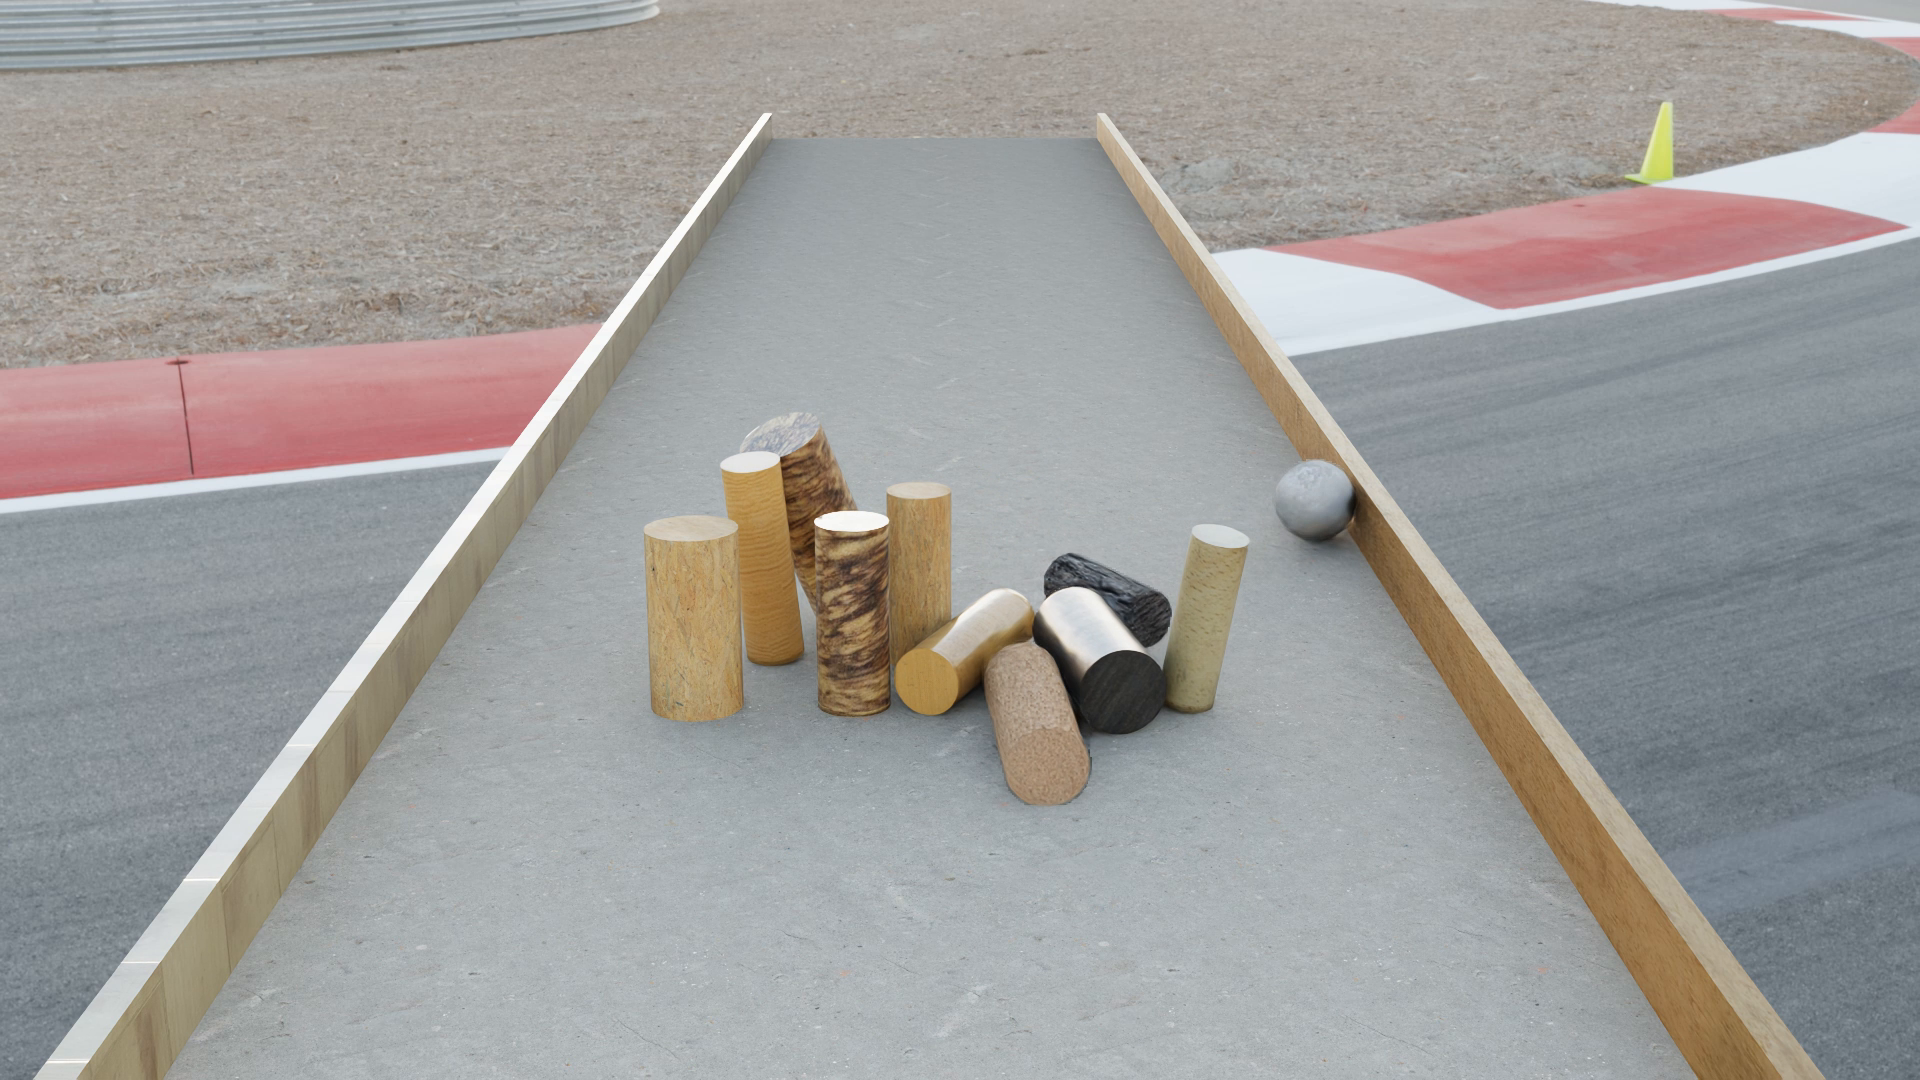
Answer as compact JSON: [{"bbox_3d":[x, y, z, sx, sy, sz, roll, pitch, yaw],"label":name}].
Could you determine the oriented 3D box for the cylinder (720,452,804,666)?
[{"bbox_3d":[-0.390,0.038,4.356,0.116,0.412,0.116,-5,22,2],"label":"cylinder"}]

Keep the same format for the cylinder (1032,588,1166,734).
[{"bbox_3d":[0.260,0.225,4.183,0.164,0.164,0.378,-3,17,-11],"label":"cylinder"}]

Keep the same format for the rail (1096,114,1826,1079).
[{"bbox_3d":[0.932,-0.844,7.801,0.050,0.150,12.000,0,17,-1],"label":"rail"}]

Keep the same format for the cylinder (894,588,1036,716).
[{"bbox_3d":[0.015,0.213,4.282,0.131,0.131,0.401,7,18,22],"label":"cylinder"}]

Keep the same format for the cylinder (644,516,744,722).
[{"bbox_3d":[-0.498,0.145,4.125,0.175,0.350,0.175,0,17,0],"label":"cylinder"}]

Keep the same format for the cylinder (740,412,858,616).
[{"bbox_3d":[-0.290,-0.033,4.513,0.172,0.438,0.172,-16,31,10],"label":"cylinder"}]

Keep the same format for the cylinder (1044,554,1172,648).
[{"bbox_3d":[0.305,0.125,4.593,0.121,0.121,0.304,-9,19,-28],"label":"cylinder"}]

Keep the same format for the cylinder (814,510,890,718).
[{"bbox_3d":[-0.201,0.139,4.126,0.138,0.362,0.138,0,17,0],"label":"cylinder"}]

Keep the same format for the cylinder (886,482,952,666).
[{"bbox_3d":[-0.081,0.071,4.372,0.128,0.352,0.128,0,17,0],"label":"cylinder"}]

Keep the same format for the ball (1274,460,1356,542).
[{"bbox_3d":[0.840,-0.092,5.204,0.190,0.190,0.190,0,17,0],"label":"ball"}]

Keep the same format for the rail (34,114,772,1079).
[{"bbox_3d":[-1.118,-0.838,7.780,0.050,0.150,12.000,0,17,-1],"label":"rail"}]

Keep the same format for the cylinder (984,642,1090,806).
[{"bbox_3d":[0.131,0.321,3.900,0.143,0.143,0.432,-1,17,-4],"label":"cylinder"}]

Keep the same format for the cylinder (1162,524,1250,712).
[{"bbox_3d":[0.453,0.147,4.111,0.108,0.340,0.108,8,23,-3],"label":"cylinder"}]
